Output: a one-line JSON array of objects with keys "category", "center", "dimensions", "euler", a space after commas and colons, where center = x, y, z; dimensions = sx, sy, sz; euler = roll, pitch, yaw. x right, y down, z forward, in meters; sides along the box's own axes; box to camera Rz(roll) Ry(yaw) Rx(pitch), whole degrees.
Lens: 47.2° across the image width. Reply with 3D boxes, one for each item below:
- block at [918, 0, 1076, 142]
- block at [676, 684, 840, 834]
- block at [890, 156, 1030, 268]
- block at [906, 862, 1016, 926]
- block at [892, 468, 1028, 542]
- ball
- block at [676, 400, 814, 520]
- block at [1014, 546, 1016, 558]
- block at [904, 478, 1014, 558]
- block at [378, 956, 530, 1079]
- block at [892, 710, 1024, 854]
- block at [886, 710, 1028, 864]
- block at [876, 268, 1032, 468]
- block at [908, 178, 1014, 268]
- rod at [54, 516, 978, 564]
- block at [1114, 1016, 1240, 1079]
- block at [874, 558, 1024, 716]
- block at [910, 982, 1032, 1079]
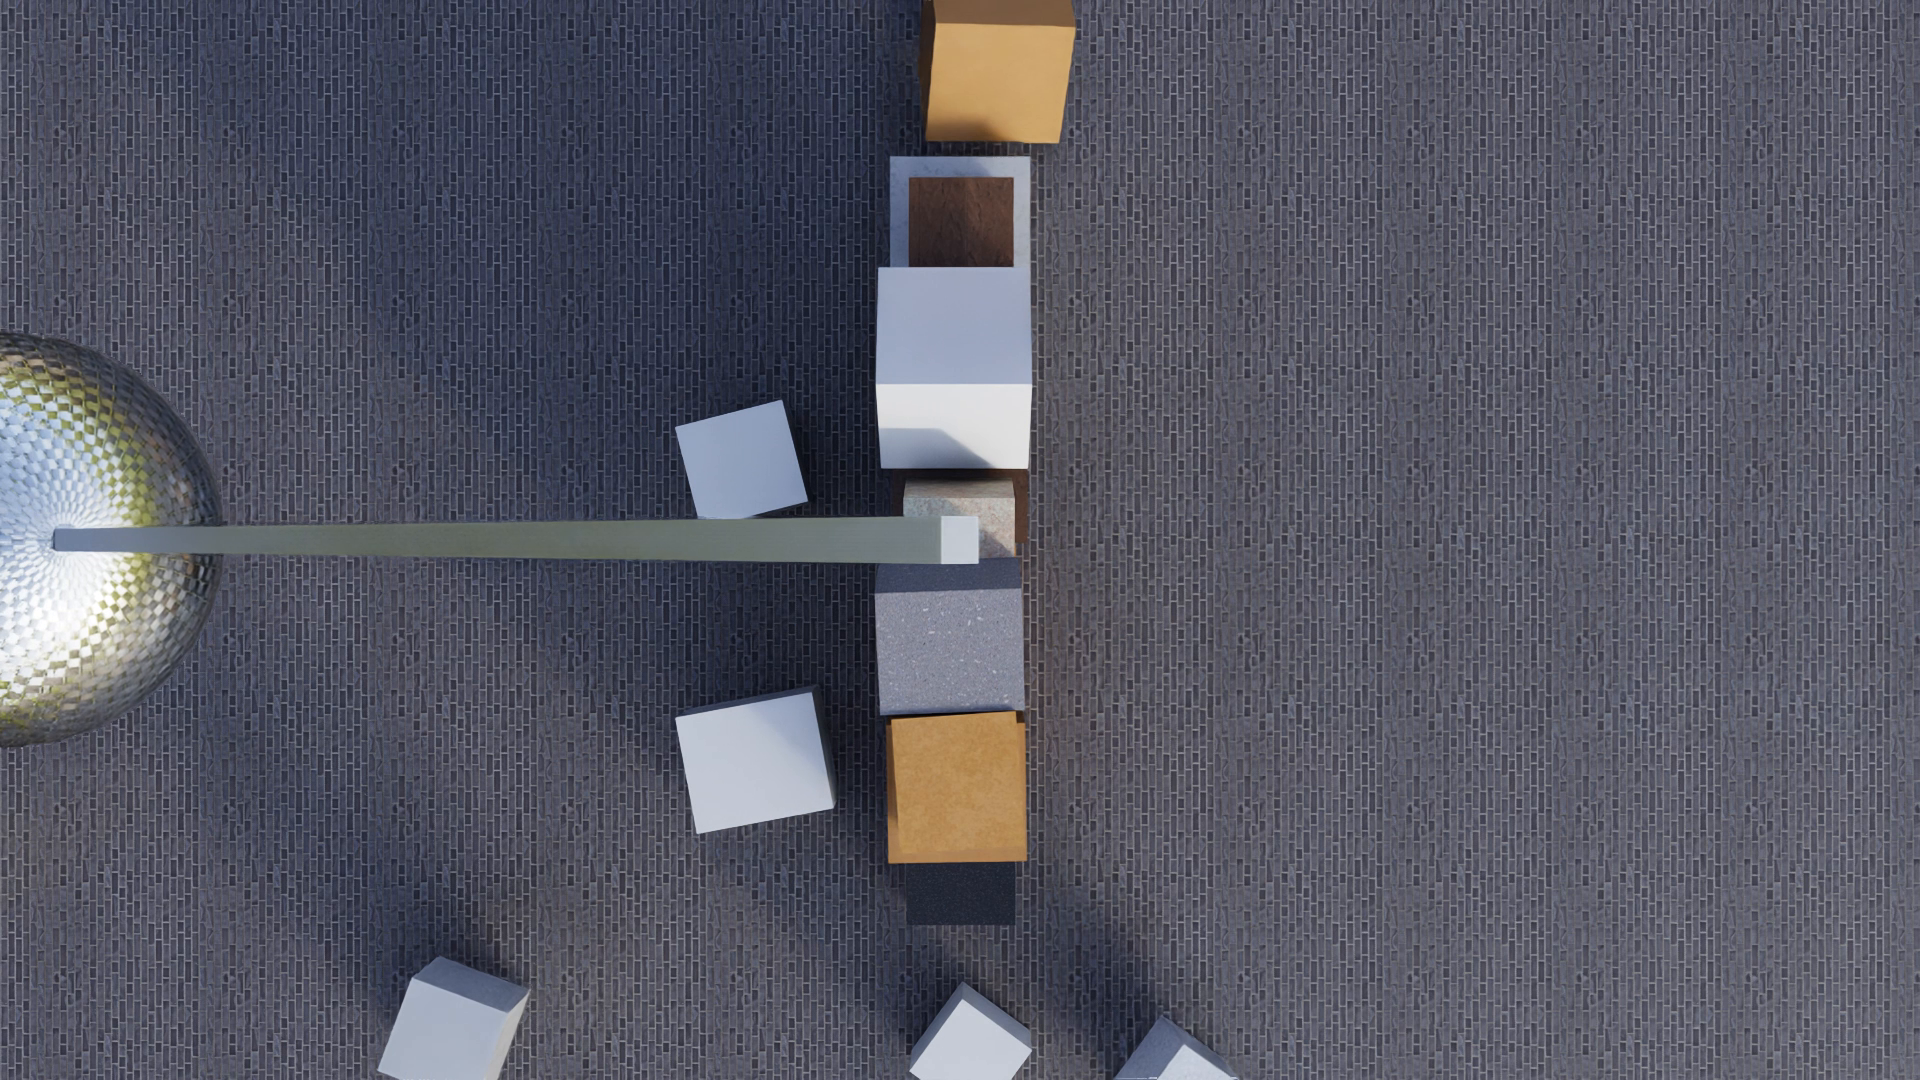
[{"category": "block", "center": [0.190, -2.787, 12.432], "dimensions": [0.765, 0.794, 0.695], "euler": [0, 49, -7]}, {"category": "block", "center": [-1.153, 1.250, 12.661], "dimensions": [0.779, 0.678, 0.663], "euler": [-11, 90, 0]}, {"category": "block", "center": [0.000, -1.721, 12.634], "dimensions": [0.779, 0.733, 0.839], "euler": [0, 90, 0]}, {"category": "block", "center": [0.006, 1.795, 12.681], "dimensions": [0.612, 0.638, 0.740], "euler": [0, 90, 0]}, {"category": "block", "center": [0.000, -0.362, 12.582], "dimensions": [0.744, 0.836, 0.759], "euler": [0, 90, 0]}, {"category": "ball", "center": [-3.662, 0.000, 8.442], "dimensions": [1.600, 1.600, 1.600], "euler": [0, 90, 0]}, {"category": "block", "center": [-1.235, -0.429, 12.713], "dimensions": [0.625, 0.573, 0.592], "euler": [-14, 90, 0]}, {"category": "block", "center": [-0.013, 0.352, 12.704], "dimensions": [0.660, 0.592, 0.639], "euler": [0, 90, 0]}, {"category": "block", "center": [-0.005, 0.010, 11.823], "dimensions": [0.579, 0.667, 0.591], "euler": [0, 101, 0]}, {"category": "block", "center": [-2.906, 2.820, 12.676], "dimensions": [0.578, 0.649, 0.558], "euler": [20, 90, 0]}, {"category": "block", "center": [-0.010, 1.197, 11.333], "dimensions": [0.625, 0.621, 0.681], "euler": [-4, 94, 0]}, {"category": "block", "center": [-0.018, 1.322, 11.963], "dimensions": [0.736, 0.619, 0.740], "euler": [-1, 94, 0]}, {"category": "block", "center": [-0.031, -0.914, 11.781], "dimensions": [0.798, 0.836, 0.735], "euler": [0, 61, 0]}, {"category": "block", "center": [0.007, -1.649, 11.998], "dimensions": [0.561, 0.538, 0.572], "euler": [0, 90, 0]}, {"category": "rod", "center": [-1.587, 0.000, 5.749], "dimensions": [0.080, 5.200, 0.080], "euler": [0, 90, -38]}, {"category": "block", "center": [1.248, 3.162, 12.705], "dimensions": [0.462, 0.510, 0.527], "euler": [37, 90, -11]}, {"category": "block", "center": [-0.049, 0.484, 11.257], "dimensions": [0.726, 0.630, 0.632], "euler": [-2, 104, 0]}, {"category": "block", "center": [0.062, 2.956, 12.742], "dimensions": [0.493, 0.515, 0.508], "euler": [36, 90, 0]}]
